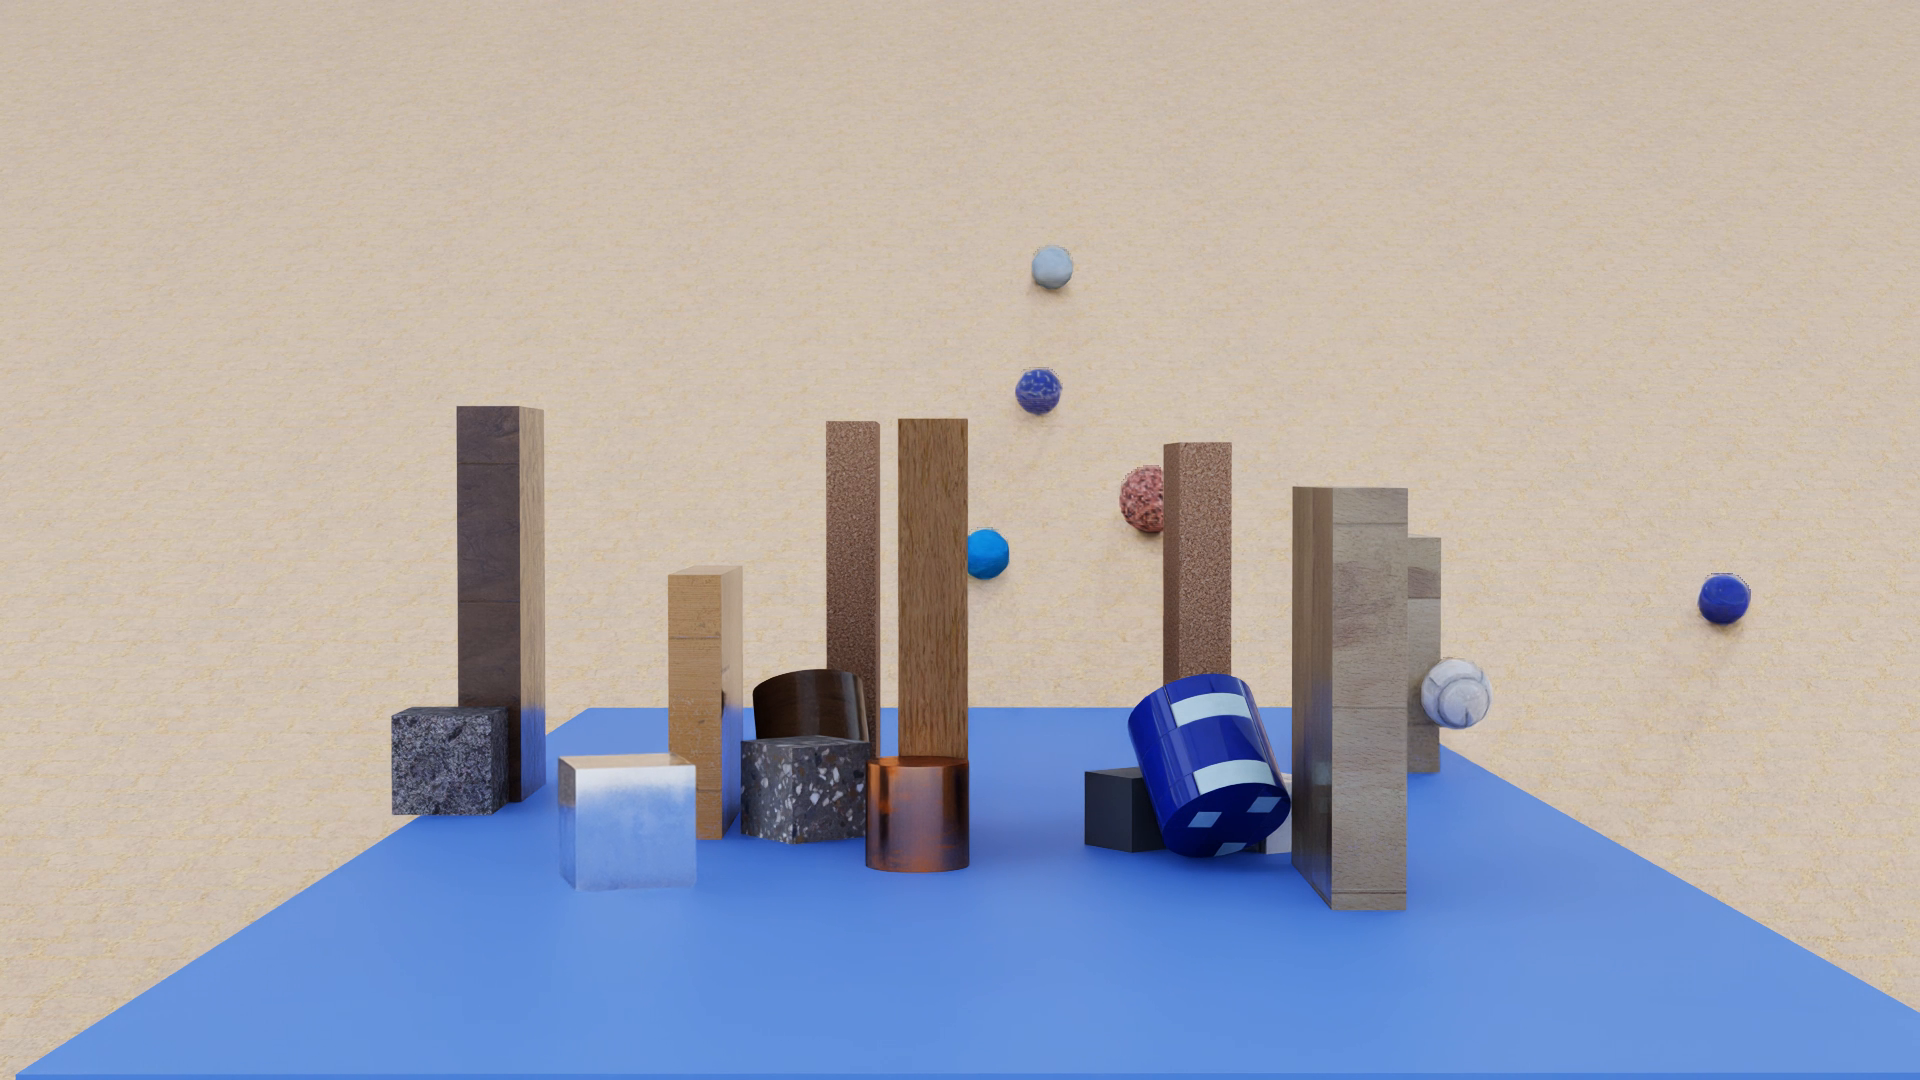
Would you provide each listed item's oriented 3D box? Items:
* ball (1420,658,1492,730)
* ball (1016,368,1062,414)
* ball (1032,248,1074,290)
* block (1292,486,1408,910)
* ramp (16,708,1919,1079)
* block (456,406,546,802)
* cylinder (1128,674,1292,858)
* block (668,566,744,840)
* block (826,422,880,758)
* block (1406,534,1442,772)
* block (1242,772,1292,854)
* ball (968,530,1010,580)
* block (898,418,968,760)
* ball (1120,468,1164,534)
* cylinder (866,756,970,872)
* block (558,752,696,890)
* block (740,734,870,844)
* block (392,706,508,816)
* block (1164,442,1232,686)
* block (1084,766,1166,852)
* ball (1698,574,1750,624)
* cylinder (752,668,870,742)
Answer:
[{"bbox_3d":[0.973,0.302,5.056,0.139,0.139,0.139,0,26,0],"label":"ball"},{"bbox_3d":[0.259,-0.489,8.503,0.151,0.151,0.151,0,26,0],"label":"ball"},{"bbox_3d":[0.342,-1.008,9.577,0.155,0.155,0.155,0,26,0],"label":"ball"},{"bbox_3d":[0.558,0.212,3.723,0.102,0.576,0.424,0,1,0],"label":"block"},{"bbox_3d":[0.058,0.528,4.565,2.000,0.100,4.000,0,1,0],"label":"ramp"},{"bbox_3d":[-0.853,0.113,4.808,0.114,0.718,0.279,0,1,0],"label":"block"},{"bbox_3d":[0.384,0.350,3.992,0.204,0.204,0.204,-6,52,-13],"label":"cylinder"},{"bbox_3d":[-0.432,0.267,4.410,0.087,0.432,0.424,0,1,0],"label":"block"},{"bbox_3d":[-0.195,0.129,4.753,0.088,0.689,0.287,0,1,0],"label":"block"},{"bbox_3d":[0.884,0.224,5.326,0.140,0.468,0.411,0,1,0],"label":"block"},{"bbox_3d":[0.501,0.435,4.111,0.110,0.110,0.110,-1,2,-29],"label":"block"},{"bbox_3d":[0.072,0.041,7.408,0.144,0.144,0.144,0,26,0],"label":"ball"},{"bbox_3d":[-0.042,0.147,4.196,0.108,0.681,0.394,0,1,0],"label":"block"},{"bbox_3d":[0.572,-0.118,7.681,0.195,0.195,0.195,0,26,0],"label":"ball"},{"bbox_3d":[-0.065,0.416,3.927,0.158,0.158,0.158,0,1,0],"label":"cylinder"},{"bbox_3d":[-0.491,0.412,3.794,0.174,0.174,0.174,0,2,-17],"label":"block"},{"bbox_3d":[-0.255,0.409,4.254,0.154,0.154,0.154,-1,2,-37],"label":"block"},{"bbox_3d":[-0.905,0.391,4.589,0.174,0.174,0.174,0,1,0],"label":"block"},{"bbox_3d":[0.393,0.162,4.293,0.083,0.646,0.326,0,1,0],"label":"block"},{"bbox_3d":[0.282,0.431,4.132,0.117,0.117,0.117,-1,2,-36],"label":"block"},{"bbox_3d":[2.118,0.165,7.155,0.140,0.140,0.140,0,26,0],"label":"ball"},{"bbox_3d":[-0.256,0.351,4.489,0.195,0.195,0.195,-4,67,-8],"label":"cylinder"}]
